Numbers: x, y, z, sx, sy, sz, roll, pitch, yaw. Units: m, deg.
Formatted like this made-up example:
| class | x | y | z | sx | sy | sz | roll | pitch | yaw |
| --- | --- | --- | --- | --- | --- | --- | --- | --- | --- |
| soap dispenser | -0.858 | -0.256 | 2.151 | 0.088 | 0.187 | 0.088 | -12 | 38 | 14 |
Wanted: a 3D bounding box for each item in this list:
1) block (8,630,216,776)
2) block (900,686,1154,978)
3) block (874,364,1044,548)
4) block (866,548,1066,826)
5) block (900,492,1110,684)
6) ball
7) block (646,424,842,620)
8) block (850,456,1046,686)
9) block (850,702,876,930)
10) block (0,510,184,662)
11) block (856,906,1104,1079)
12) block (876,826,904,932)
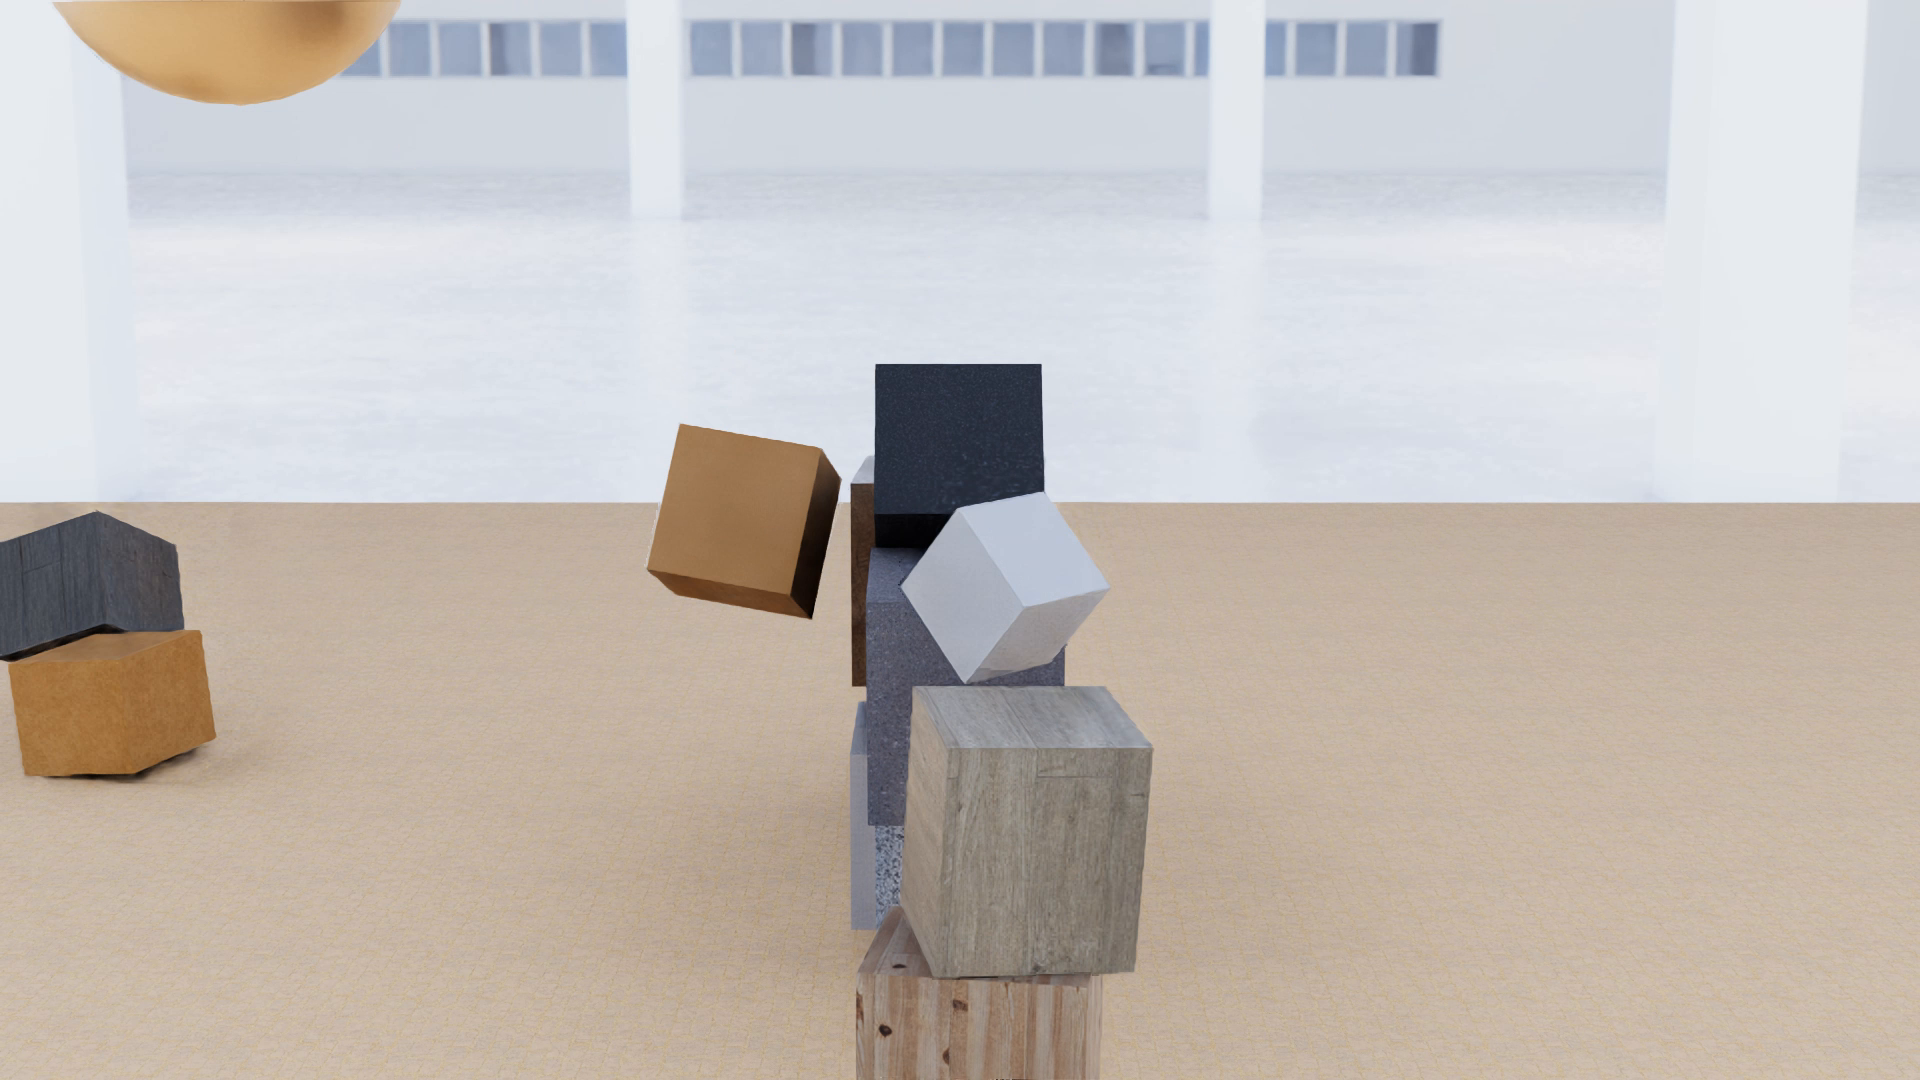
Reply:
| class | x | y | z | sx | sy | sz | roll | pitch | yaw |
| --- | --- | --- | --- | --- | --- | --- | --- | --- | --- |
| block | -4.350 | 0.832 | 13.195 | 0.645 | 0.581 | 0.728 | -3 | 9 | 18 |
| block | 0.205 | 0.949 | 8.481 | 0.665 | 0.773 | 0.632 | 1 | 15 | -12 |
| block | -0.007 | -0.250 | 10.493 | 0.667 | 0.658 | 0.781 | 0 | -23 | -1 |
| block | 0.018 | 0.555 | 10.017 | 0.742 | 0.878 | 0.822 | 0 | 14 | -1 |
| block | 0.161 | 0.168 | 9.182 | 0.433 | 0.449 | 0.449 | -11 | 59 | -42 |
| ball | -3.067 | -2.624 | 10.703 | 1.600 | 1.600 | 1.600 | 0 | 10 | 0 |
| block | -0.959 | -0.076 | 11.546 | 0.649 | 0.668 | 0.608 | 10 | -11 | 8 |
| block | -0.038 | 0.129 | 11.595 | 0.831 | 0.906 | 0.826 | 1 | 10 | 3 |
| block | -0.004 | 1.168 | 11.039 | 0.896 | 0.751 | 0.903 | 0 | 10 | 0 |
| block | -4.768 | 0.331 | 14.048 | 0.692 | 0.645 | 0.708 | -17 | -20 | 14 |
| block | 0.078 | 1.661 | 8.632 | 0.749 | 0.630 | 0.692 | 2 | 11 | 7 |
| block | 0.021 | 1.343 | 10.219 | 0.689 | 0.700 | 0.749 | 0 | 10 | 0 |
